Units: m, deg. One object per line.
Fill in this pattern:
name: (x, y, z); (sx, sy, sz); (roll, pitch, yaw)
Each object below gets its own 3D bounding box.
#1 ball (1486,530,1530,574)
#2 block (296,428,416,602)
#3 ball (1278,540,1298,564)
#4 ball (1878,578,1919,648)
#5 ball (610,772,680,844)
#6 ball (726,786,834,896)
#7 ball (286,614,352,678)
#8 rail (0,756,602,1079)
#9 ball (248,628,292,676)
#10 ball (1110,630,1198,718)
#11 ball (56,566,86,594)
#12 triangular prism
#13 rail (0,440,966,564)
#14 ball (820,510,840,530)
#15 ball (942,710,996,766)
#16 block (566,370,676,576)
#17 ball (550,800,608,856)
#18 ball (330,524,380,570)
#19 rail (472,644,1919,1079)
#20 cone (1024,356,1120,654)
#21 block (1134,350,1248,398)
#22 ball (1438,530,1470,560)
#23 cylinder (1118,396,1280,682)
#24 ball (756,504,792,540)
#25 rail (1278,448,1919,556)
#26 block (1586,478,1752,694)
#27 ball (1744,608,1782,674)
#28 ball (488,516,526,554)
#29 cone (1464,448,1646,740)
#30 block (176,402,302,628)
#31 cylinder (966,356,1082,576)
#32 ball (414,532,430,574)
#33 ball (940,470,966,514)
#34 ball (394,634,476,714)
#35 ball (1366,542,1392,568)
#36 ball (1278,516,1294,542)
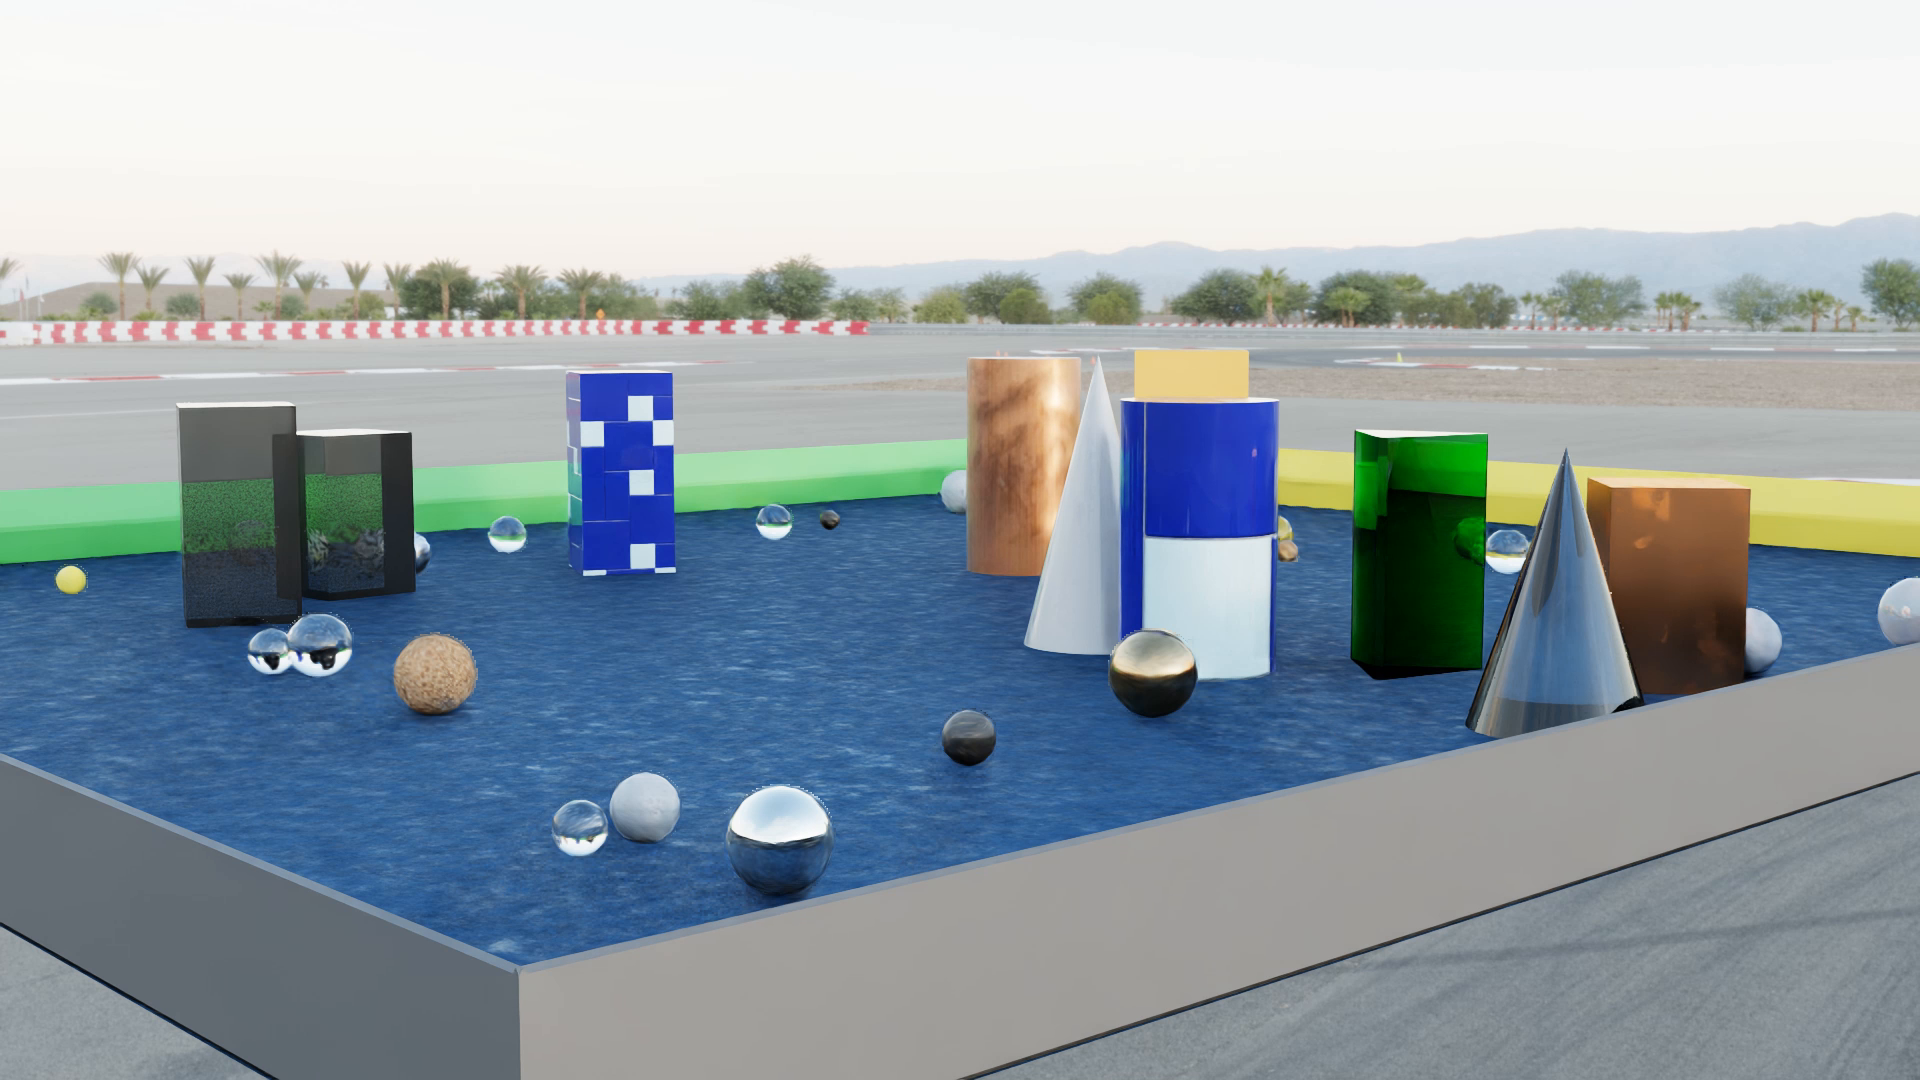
ball: (0.925, 0.019, 3.716); (0.076, 0.076, 0.076); (0, 6, 0)
block: (-0.972, -0.043, 3.463); (0.156, 0.253, 0.156); (5, 8, 42)
ball: (0.575, 0.020, 3.875); (0.041, 0.041, 0.041); (0, 6, 0)
ball: (1.249, 0.097, 2.866); (0.097, 0.097, 0.097); (0, 6, 0)
ball: (-0.264, 0.224, 1.841); (0.059, 0.059, 0.059); (0, 6, 0)
ball: (-0.137, 0.229, 1.679); (0.082, 0.082, 0.082); (0, 6, 0)
ball: (-0.777, 0.128, 2.667); (0.078, 0.078, 0.078); (0, 6, 0)
rail: (-1.233, 0.152, 2.200); (0.045, 0.127, 3.060); (-5, 8, -42)
ball: (-0.841, 0.137, 2.687); (0.057, 0.057, 0.057); (0, 6, 0)
ball: (0.212, 0.146, 2.407); (0.096, 0.096, 0.096); (0, 6, 0)
ball: (-1.395, 0.063, 3.450); (0.044, 0.044, 0.044); (0, 6, 0)
triangular prism: (0.541, 0.012, 2.743); (0.169, 0.293, 0.146); (-3, 7, -30)
rail: (-1.022, -0.082, 4.433); (3.403, 0.127, 0.045); (-5, 8, -42)
ball: (-0.265, -0.041, 4.461); (0.040, 0.040, 0.040); (0, 6, 0)
ball: (0.009, 0.194, 2.154); (0.054, 0.054, 0.054); (0, 6, 0)
block: (-0.583, -0.119, 3.773); (0.156, 0.339, 0.156); (-2, 6, -19)
ball: (-0.310, 0.235, 1.796); (0.046, 0.046, 0.046); (0, 6, 0)
ball: (-1.034, 0.012, 3.759); (0.081, 0.081, 0.081); (0, 6, 0)
rail: (1.022, 0.148, 2.231); (3.403, 0.127, 0.045); (-5, 8, -42)
cone: (0.183, -0.054, 2.924); (0.195, 0.387, 0.195); (0, 6, 0)
block: (0.327, -0.076, 3.126); (0.156, 0.387, 0.156); (1, 6, 6)
ball: (0.879, 0.009, 3.912); (0.055, 0.055, 0.055); (0, 6, 0)
cylinder: (0.294, -0.006, 2.721); (0.195, 0.334, 0.195); (0, 6, 0)
ball: (-0.360, -0.035, 4.261); (0.069, 0.069, 0.069); (0, 6, 0)
rail: (1.233, -0.086, 4.463); (0.045, 0.127, 3.060); (-5, 8, -42)
block: (0.837, 0.052, 2.617); (0.156, 0.240, 0.156); (1, 6, 6)
ball: (0.963, 0.123, 2.694); (0.082, 0.082, 0.082); (0, 6, 0)
ball: (-0.830, -0.010, 4.031); (0.068, 0.068, 0.068); (0, 6, 0)
cone: (0.640, 0.051, 2.336); (0.195, 0.301, 0.195); (0, 6, 0)
block: (-1.038, -0.040, 3.164); (0.156, 0.309, 0.156); (-2, 6, -21)
cylinder: (0.109, -0.130, 3.766); (0.195, 0.363, 0.195); (0, 6, 0)
ball: (-0.923, 0.024, 3.677); (0.075, 0.075, 0.075); (0, 6, 0)
ball: (0.006, -0.105, 4.802); (0.097, 0.097, 0.097); (0, 6, 0)
ball: (-0.580, 0.149, 2.426); (0.088, 0.088, 0.088); (0, 6, 0)
ball: (0.723, 0.027, 3.801); (0.044, 0.044, 0.044); (0, 6, 0)
ball: (0.559, -0.007, 3.954); (0.080, 0.080, 0.080); (0, 6, 0)
